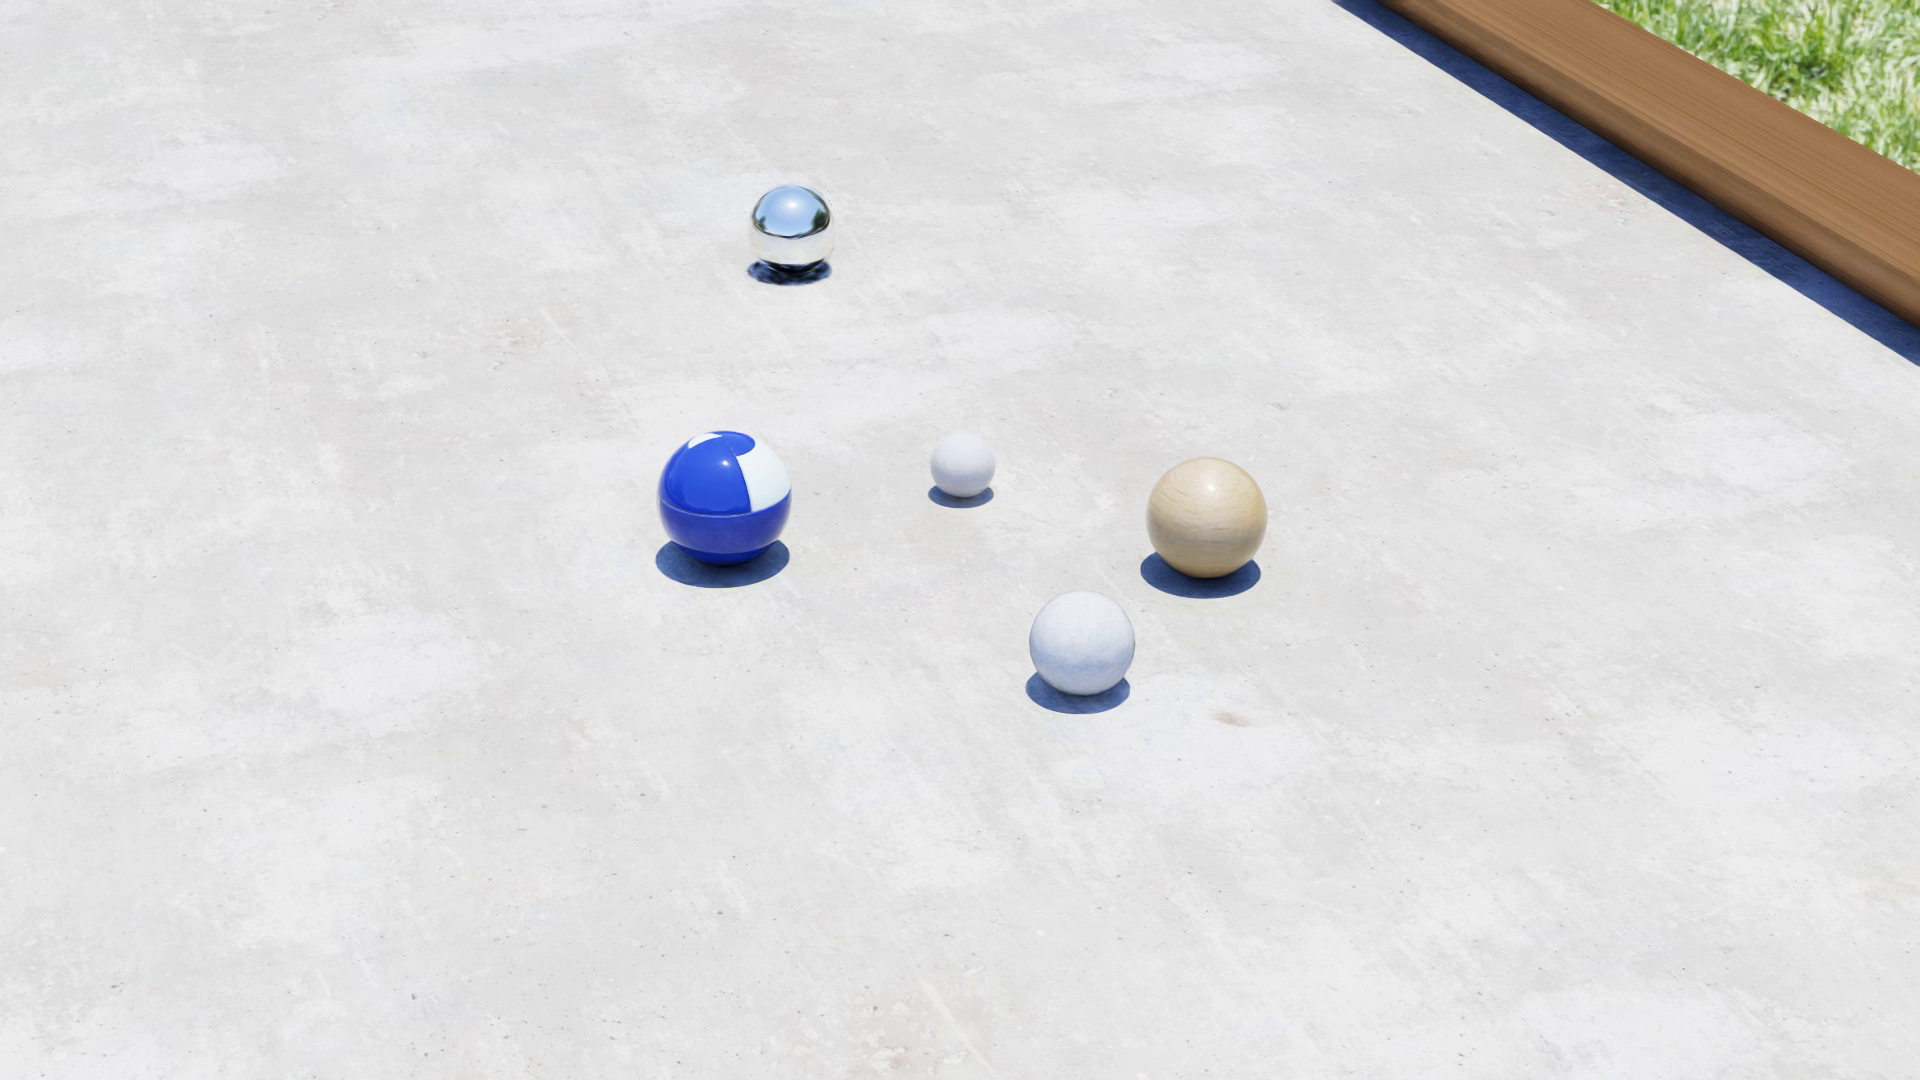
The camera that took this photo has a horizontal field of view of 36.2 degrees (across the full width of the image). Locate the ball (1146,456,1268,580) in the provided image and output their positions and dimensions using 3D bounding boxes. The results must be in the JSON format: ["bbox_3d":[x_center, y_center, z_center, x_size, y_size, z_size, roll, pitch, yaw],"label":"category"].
[{"bbox_3d":[0.165,-0.015,1.966,0.082,0.082,0.082,0,27,0],"label":"ball"}]

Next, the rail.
[{"bbox_3d":[0.547,-0.490,2.874,0.045,0.119,3.261,-9,28,-17],"label":"rail"}]

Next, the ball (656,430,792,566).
[{"bbox_3d":[-0.159,-0.028,1.981,0.092,0.092,0.092,0,27,0],"label":"ball"}]

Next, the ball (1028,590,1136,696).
[{"bbox_3d":[0.076,0.064,1.825,0.066,0.066,0.066,0,27,0],"label":"ball"}]

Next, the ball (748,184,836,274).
[{"bbox_3d":[-0.141,-0.261,2.467,0.074,0.074,0.074,0,27,0],"label":"ball"}]

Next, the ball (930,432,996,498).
[{"bbox_3d":[0.002,-0.053,2.082,0.047,0.047,0.047,0,27,0],"label":"ball"}]
